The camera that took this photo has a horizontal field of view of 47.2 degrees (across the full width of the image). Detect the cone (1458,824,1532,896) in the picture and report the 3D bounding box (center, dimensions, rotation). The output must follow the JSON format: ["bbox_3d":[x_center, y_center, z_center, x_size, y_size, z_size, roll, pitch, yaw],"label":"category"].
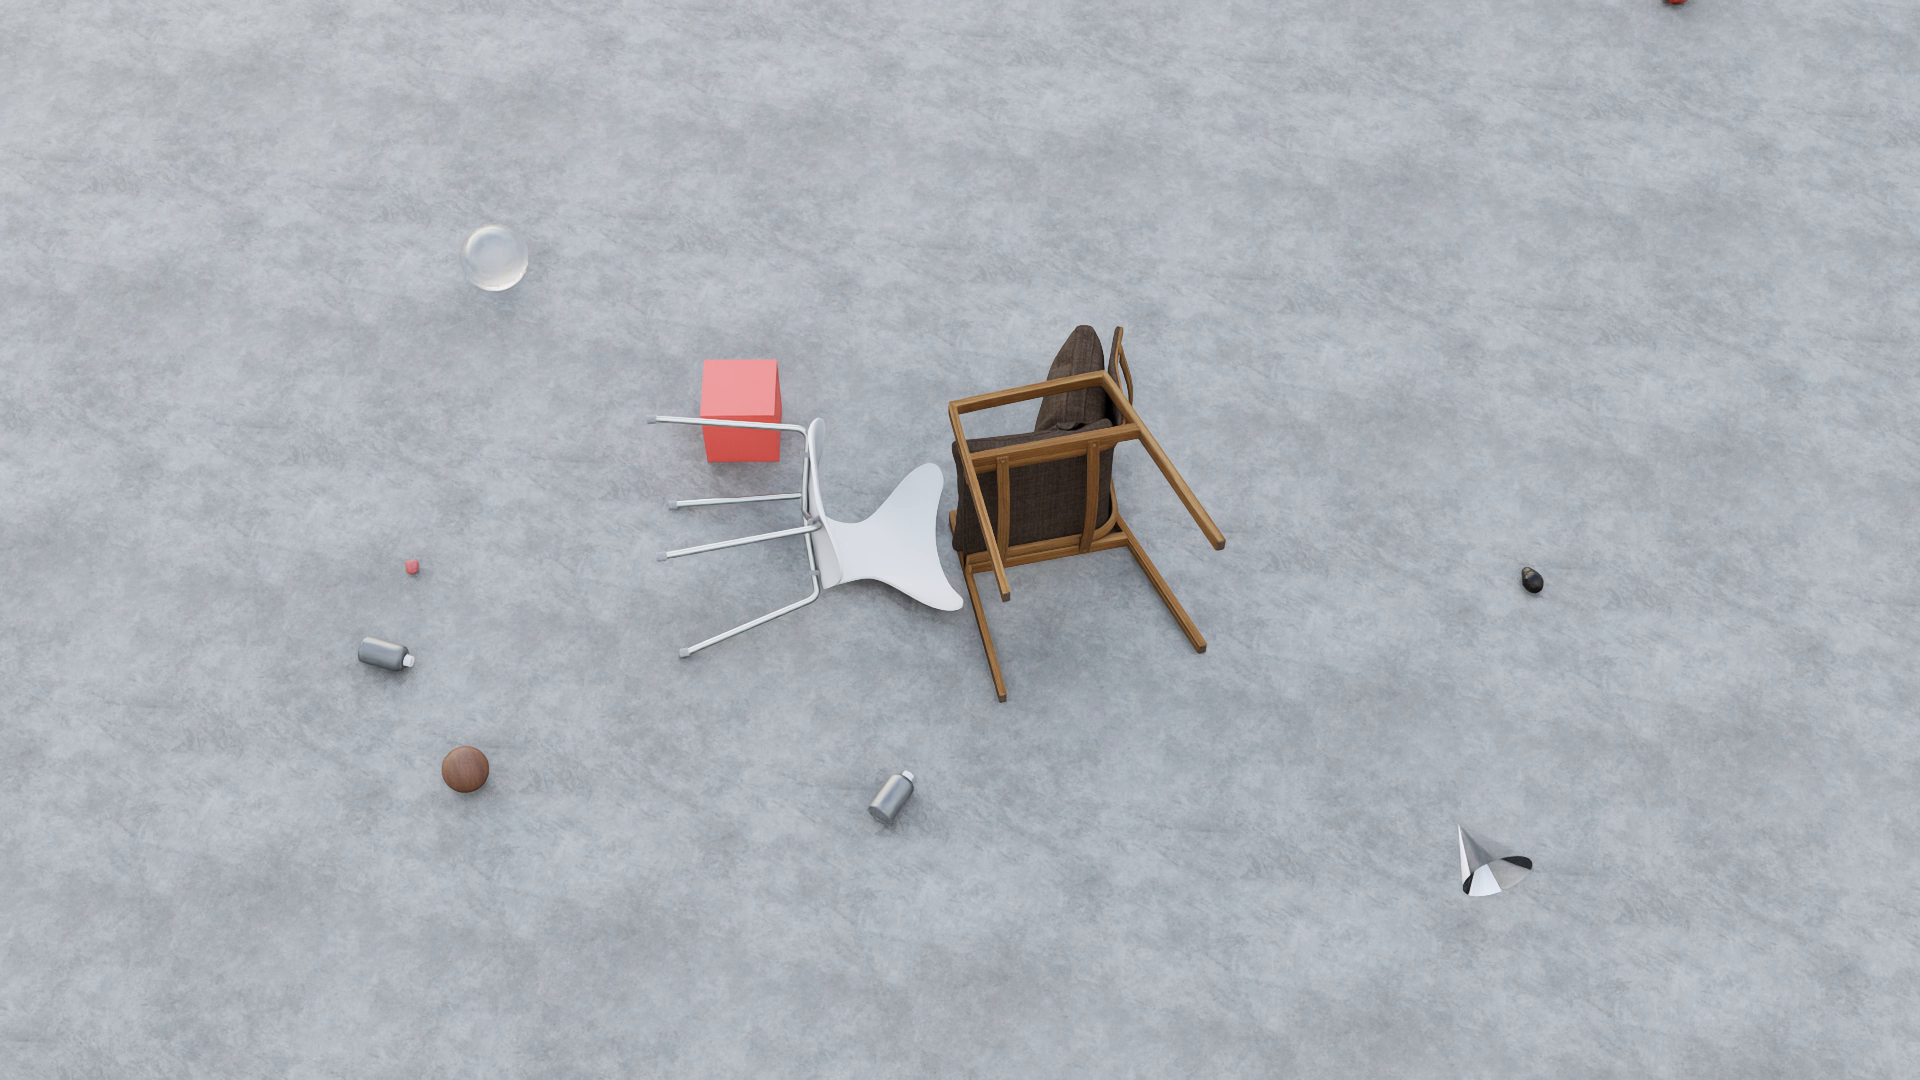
[{"bbox_3d":[1.406,0.839,5.972,0.212,0.135,0.214,-13,39,-14],"label":"cone"}]

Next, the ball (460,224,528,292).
[{"bbox_3d":[-1.493,-0.906,7.052,0.215,0.215,0.215,0,56,0],"label":"ball"}]

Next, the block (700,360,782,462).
[{"bbox_3d":[-0.664,-0.393,6.696,0.220,0.235,0.212,0,56,0],"label":"block"}]
